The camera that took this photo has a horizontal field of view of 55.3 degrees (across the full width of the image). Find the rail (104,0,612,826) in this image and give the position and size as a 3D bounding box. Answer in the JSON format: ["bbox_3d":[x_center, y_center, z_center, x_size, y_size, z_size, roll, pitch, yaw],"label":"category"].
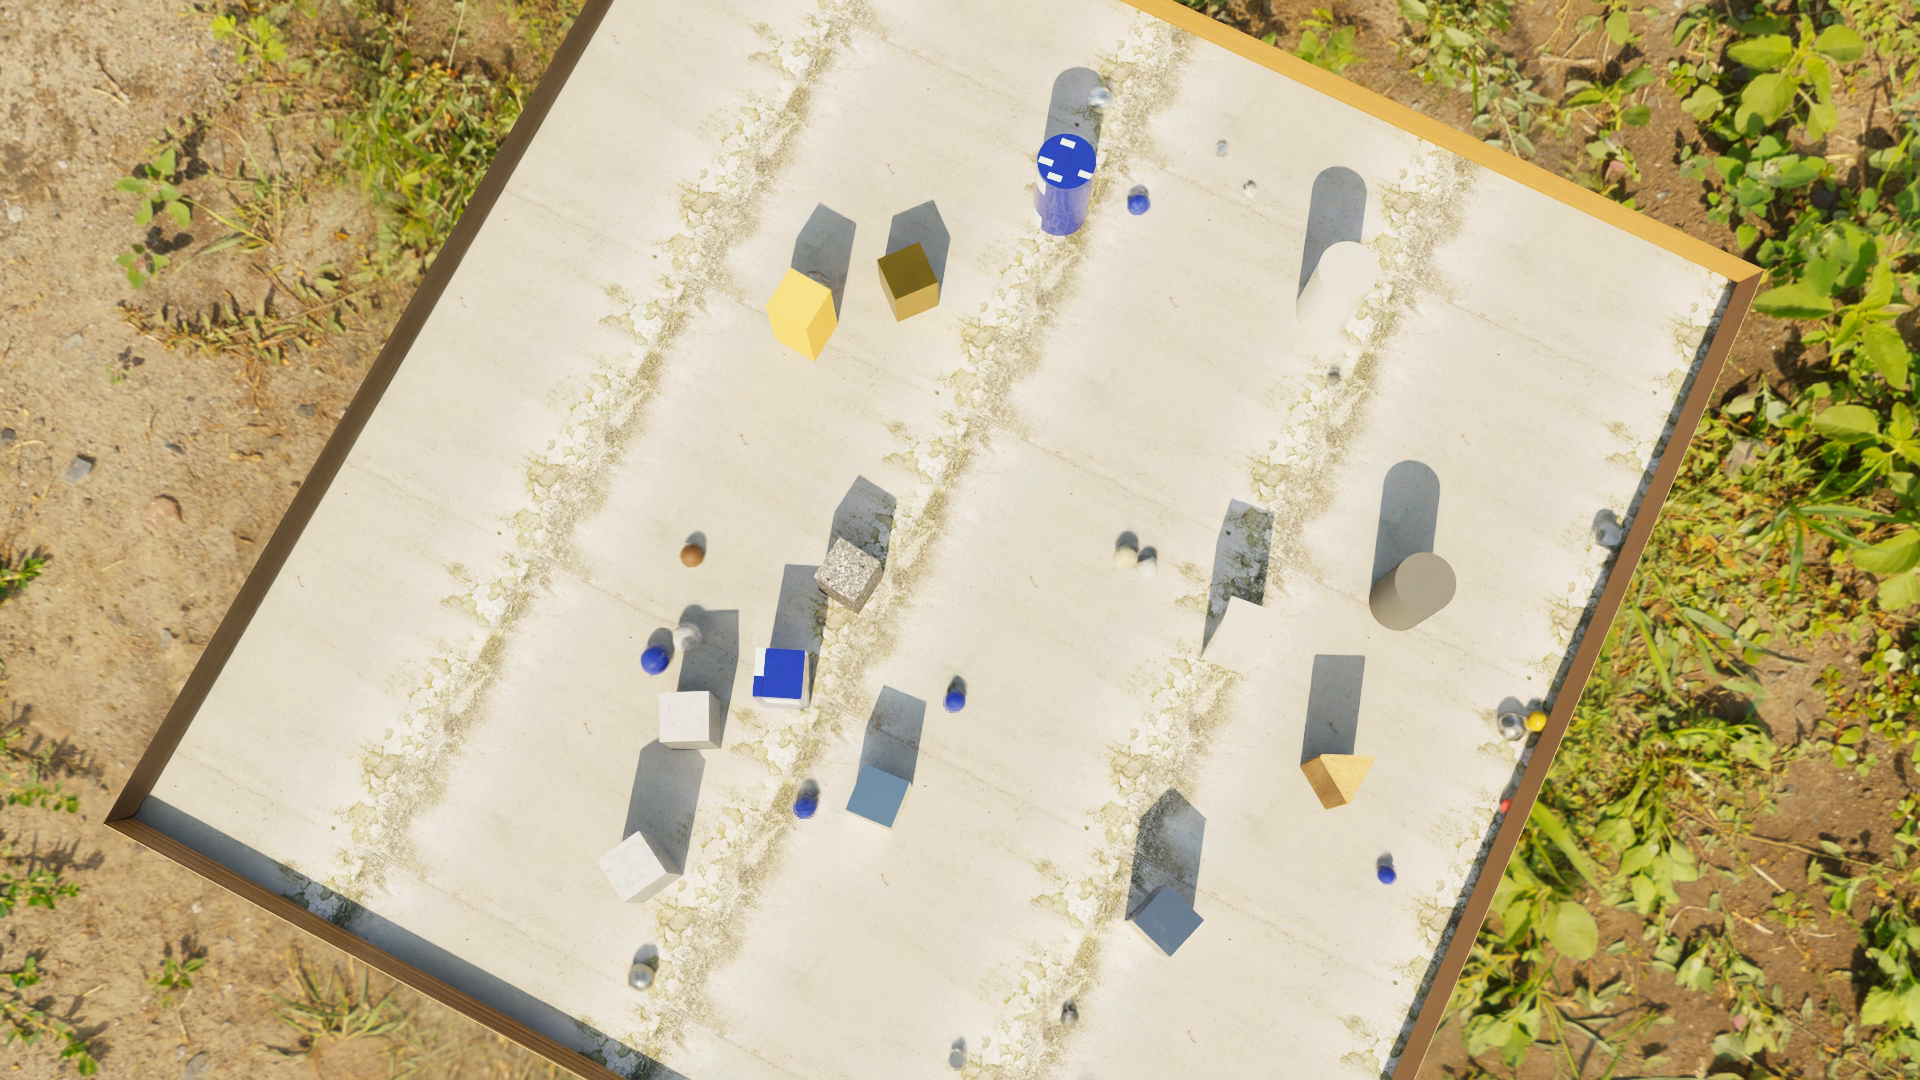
[{"bbox_3d":[-1.634,-0.794,5.721,0.045,0.115,3.749,26,80,5],"label":"rail"}]

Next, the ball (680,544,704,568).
[{"bbox_3d":[-0.815,0.050,5.569,0.072,0.072,0.072,0,78,0],"label":"ball"}]

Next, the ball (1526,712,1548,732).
[{"bbox_3d":[1.724,0.542,5.473,0.061,0.061,0.061,0,78,0],"label":"ball"}]

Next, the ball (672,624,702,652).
[{"bbox_3d":[-0.820,0.294,5.511,0.087,0.087,0.087,0,78,0],"label":"ball"}]

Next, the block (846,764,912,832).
[{"bbox_3d":[-0.234,0.753,5.335,0.141,0.245,0.141,22,79,4],"label":"block"}]

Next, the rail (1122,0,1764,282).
[{"bbox_3d":[0.828,-1.615,5.890,3.701,0.115,0.045,26,80,5],"label":"rail"}]

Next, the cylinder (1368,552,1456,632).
[{"bbox_3d":[1.332,0.156,5.410,0.176,0.341,0.176,0,78,0],"label":"cylinder"}]

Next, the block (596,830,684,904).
[{"bbox_3d":[-0.915,0.941,5.258,0.141,0.321,0.141,-35,80,-7],"label":"block"}]

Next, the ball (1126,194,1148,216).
[{"bbox_3d":[0.563,-1.061,5.800,0.070,0.070,0.070,0,78,0],"label":"ball"}]

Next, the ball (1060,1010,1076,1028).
[{"bbox_3d":[0.314,1.386,5.305,0.049,0.049,0.049,0,78,0],"label":"ball"}]

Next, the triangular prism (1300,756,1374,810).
[{"bbox_3d":[1.074,0.674,5.317,0.132,0.313,0.153,31,80,6],"label":"triangular prism"}]

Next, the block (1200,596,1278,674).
[{"bbox_3d":[0.817,0.283,5.380,0.141,0.348,0.141,20,79,4],"label":"block"}]

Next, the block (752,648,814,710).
[{"bbox_3d":[-0.519,0.411,5.386,0.141,0.285,0.141,4,78,1],"label":"block"}]

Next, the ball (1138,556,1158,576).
[{"bbox_3d":[0.570,0.081,5.569,0.060,0.060,0.060,0,78,0],"label":"ball"}]

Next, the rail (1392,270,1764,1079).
[{"bbox_3d":[1.634,0.806,5.390,0.045,0.115,3.749,26,80,5],"label":"rail"}]

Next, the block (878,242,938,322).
[{"bbox_3d":[-0.160,-0.796,5.671,0.141,0.215,0.141,-23,79,-5],"label":"block"}]

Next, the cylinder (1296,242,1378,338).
[{"bbox_3d":[1.143,-0.757,5.579,0.176,0.379,0.176,0,78,0],"label":"cylinder"}]

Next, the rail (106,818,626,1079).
[{"bbox_3d":[-0.828,1.627,5.221,3.701,0.115,0.045,26,80,5],"label":"rail"}]

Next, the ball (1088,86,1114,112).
[{"bbox_3d":[0.451,-1.409,5.866,0.082,0.082,0.082,0,78,0],"label":"ball"}]

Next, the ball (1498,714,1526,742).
[{"bbox_3d":[1.645,0.559,5.458,0.084,0.084,0.084,0,78,0],"label":"ball"}]

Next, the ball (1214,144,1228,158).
[{"bbox_3d":[0.835,-1.244,5.852,0.041,0.041,0.041,0,78,0],"label":"ball"}]

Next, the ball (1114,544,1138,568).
[{"bbox_3d":[0.505,0.051,5.568,0.073,0.073,0.073,0,78,0],"label":"ball"}]

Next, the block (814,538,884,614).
[{"bbox_3d":[-0.331,0.110,5.474,0.141,0.234,0.141,32,80,6],"label":"block"}]

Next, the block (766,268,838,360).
[{"bbox_3d":[-0.480,-0.685,5.594,0.141,0.320,0.141,30,80,6],"label":"block"}]

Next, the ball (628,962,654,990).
[{"bbox_3d":[-0.926,1.267,5.314,0.079,0.079,0.079,0,78,0],"label":"ball"}]

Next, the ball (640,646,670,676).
[{"bbox_3d":[-0.915,0.362,5.496,0.088,0.088,0.088,0,78,0],"label":"ball"}]

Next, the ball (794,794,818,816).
[{"bbox_3d":[-0.455,0.785,5.420,0.067,0.067,0.067,0,78,0],"label":"ball"}]

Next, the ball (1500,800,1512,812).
[{"bbox_3d":[1.623,0.789,5.432,0.041,0.041,0.041,0,78,0],"label":"ball"}]

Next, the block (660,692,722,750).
[{"bbox_3d":[-0.788,0.531,5.369,0.141,0.269,0.141,-2,78,0],"label":"block"}]

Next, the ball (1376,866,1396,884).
[{"bbox_3d":[1.252,0.983,5.385,0.055,0.055,0.055,0,78,0],"label":"ball"}]

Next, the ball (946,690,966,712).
[{"bbox_3d":[-0.013,0.481,5.484,0.064,0.064,0.064,0,78,0],"label":"ball"}]

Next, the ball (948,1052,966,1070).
[{"bbox_3d":[-0.009,1.499,5.281,0.050,0.050,0.050,0,78,0],"label":"ball"}]

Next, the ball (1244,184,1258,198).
[{"bbox_3d":[0.923,-1.109,5.824,0.042,0.042,0.042,0,78,0],"label":"ball"}]

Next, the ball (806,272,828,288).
[{"bbox_3d":[-0.454,-0.800,5.739,0.083,0.083,0.083,0,78,0],"label":"ball"}]

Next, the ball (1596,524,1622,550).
[{"bbox_3d":[1.975,-0.011,5.578,0.079,0.079,0.079,0,78,0],"label":"ball"}]

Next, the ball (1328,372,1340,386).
[{"bbox_3d":[1.164,-0.500,5.699,0.040,0.040,0.040,0,78,0],"label":"ball"}]

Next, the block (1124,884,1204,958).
[{"bbox_3d":[0.582,1.090,5.247,0.141,0.281,0.141,43,82,8],"label":"block"}]

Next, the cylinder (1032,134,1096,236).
[{"bbox_3d":[0.318,-1.089,5.645,0.176,0.384,0.176,0,78,0],"label":"cylinder"}]
